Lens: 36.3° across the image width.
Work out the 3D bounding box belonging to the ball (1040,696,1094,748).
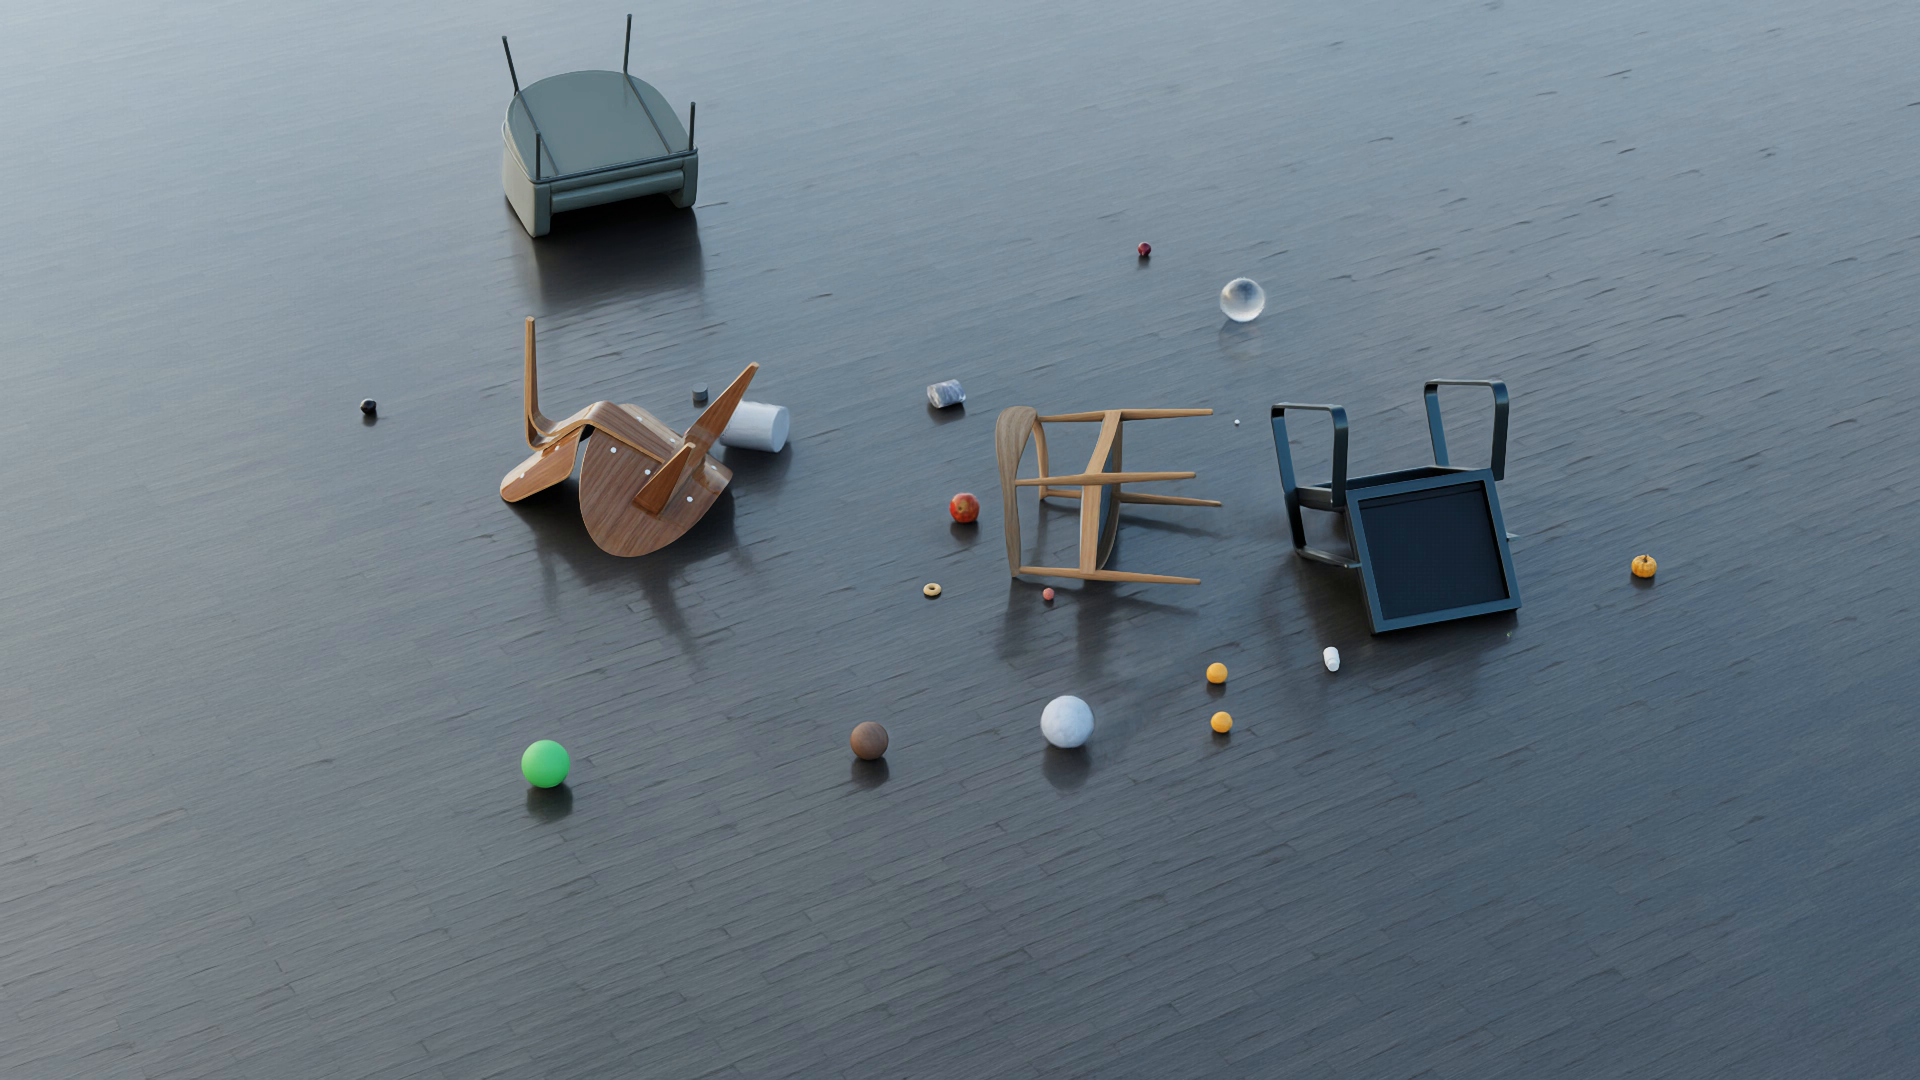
[{"bbox_3d":[0.361,0.612,9.853,0.179,0.179,0.179,0,33,0],"label":"ball"}]

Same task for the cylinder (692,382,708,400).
[{"bbox_3d":[-1.048,-0.599,11.819,0.060,0.038,0.084,4,34,6],"label":"cylinder"}]

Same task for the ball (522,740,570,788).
[{"bbox_3d":[-1.367,0.739,9.677,0.160,0.160,0.160,0,33,0],"label":"ball"}]

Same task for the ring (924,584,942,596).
[{"bbox_3d":[-0.100,0.180,10.653,0.068,0.021,0.061,-28,43,-36],"label":"ring"}]

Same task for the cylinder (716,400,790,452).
[{"bbox_3d":[-0.809,-0.448,11.457,0.224,0.177,0.235,8,15,12],"label":"cylinder"}]

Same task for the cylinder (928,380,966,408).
[{"bbox_3d":[-0.055,-0.587,11.762,0.111,0.080,0.121,-16,40,-23],"label":"cylinder"}]

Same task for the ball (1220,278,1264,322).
[{"bbox_3d":[1.186,-1.006,12.304,0.184,0.184,0.184,0,33,0],"label":"ball"}]
